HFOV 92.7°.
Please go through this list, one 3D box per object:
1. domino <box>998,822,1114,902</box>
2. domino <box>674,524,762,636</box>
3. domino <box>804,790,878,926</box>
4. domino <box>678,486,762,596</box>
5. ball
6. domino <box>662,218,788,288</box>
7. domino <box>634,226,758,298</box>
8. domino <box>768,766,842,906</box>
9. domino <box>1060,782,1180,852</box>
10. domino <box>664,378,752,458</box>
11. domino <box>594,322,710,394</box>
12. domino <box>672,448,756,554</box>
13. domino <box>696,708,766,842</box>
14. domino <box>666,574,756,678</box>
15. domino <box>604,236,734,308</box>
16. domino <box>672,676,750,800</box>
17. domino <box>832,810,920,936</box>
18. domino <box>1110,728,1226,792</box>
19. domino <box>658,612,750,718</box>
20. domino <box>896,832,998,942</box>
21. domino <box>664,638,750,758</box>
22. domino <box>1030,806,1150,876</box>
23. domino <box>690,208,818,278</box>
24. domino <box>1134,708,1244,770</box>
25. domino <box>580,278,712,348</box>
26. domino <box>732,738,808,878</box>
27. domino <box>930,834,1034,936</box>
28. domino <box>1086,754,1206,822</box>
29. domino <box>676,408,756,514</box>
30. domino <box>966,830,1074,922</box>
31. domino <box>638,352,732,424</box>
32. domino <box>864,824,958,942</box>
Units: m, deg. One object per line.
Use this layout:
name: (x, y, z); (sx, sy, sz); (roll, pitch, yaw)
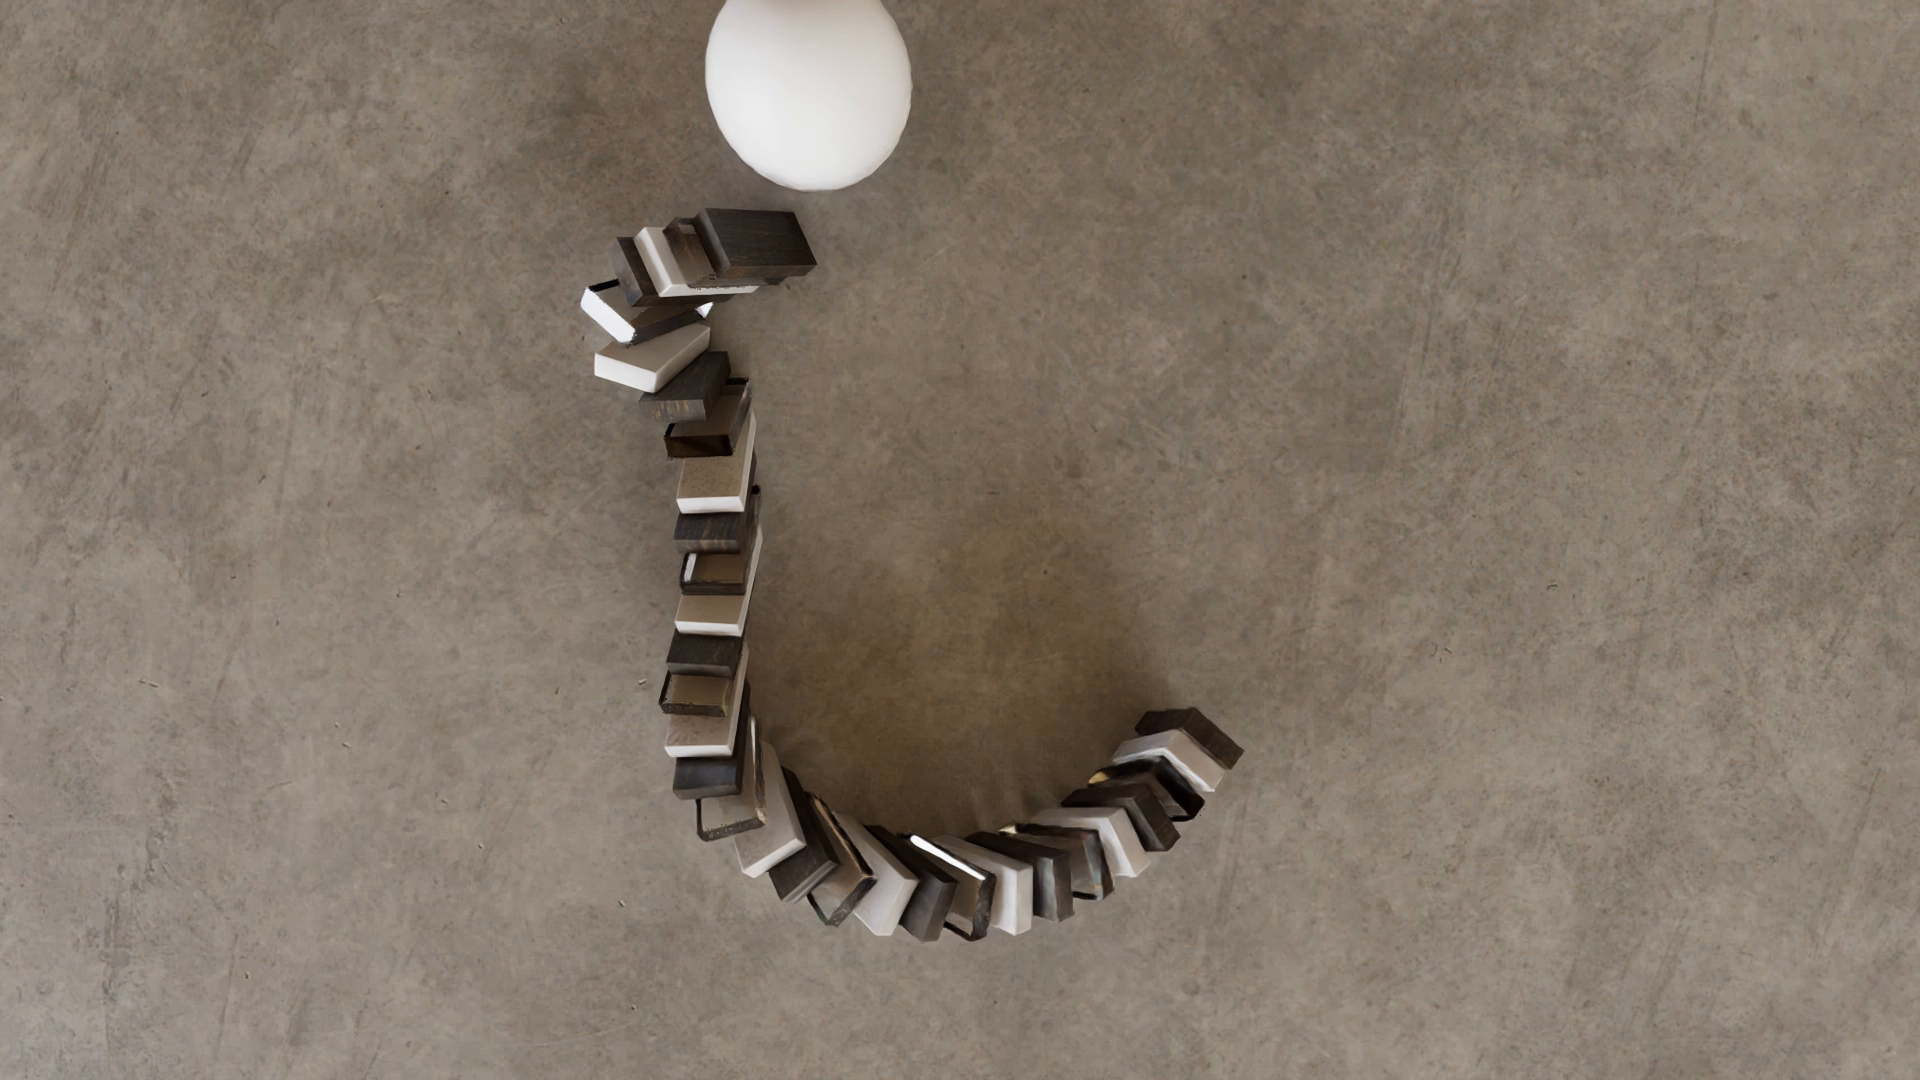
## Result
domino: (0.039, 0.132, 0.378); (0.009, 0.050, 0.025); (-16, 90, -40)
domino: (-0.100, 0.016, 0.381); (0.025, 0.009, 0.050); (3, 53, 0)
domino: (-0.058, 0.131, 0.380); (0.025, 0.009, 0.050); (-49, 49, 0)
domino: (-0.099, 0.000, 0.381); (0.025, 0.010, 0.050); (1, 53, -1)
ball: (-0.059, -0.179, 0.360); (0.080, 0.080, 0.080); (0, 90, 0)
domino: (-0.095, -0.118, 0.377); (0.009, 0.050, 0.025); (-25, 90, 37)
domino: (-0.106, -0.115, 0.377); (0.010, 0.050, 0.025); (-25, 90, 37)
domino: (-0.071, 0.122, 0.380); (0.025, 0.010, 0.050); (-40, 50, 0)
domino: (0.065, 0.115, 0.377); (0.010, 0.050, 0.025); (-32, 90, -33)
domino: (-0.103, -0.051, 0.377); (0.025, 0.050, 0.010); (-2, 126, 0)
domino: (-0.125, -0.078, 0.377); (0.025, 0.050, 0.009); (18, 125, 1)
domino: (-0.101, -0.017, 0.381); (0.025, 0.010, 0.050); (0, 54, 0)
domino: (-0.096, 0.097, 0.380); (0.025, 0.009, 0.050); (-16, 50, 1)
domino: (-0.103, 0.032, 0.381); (0.025, 0.010, 0.050); (3, 52, 0)
domino: (-0.118, -0.111, 0.377); (0.009, 0.050, 0.025); (-25, 90, 37)
domino: (-0.102, 0.081, 0.380); (0.025, 0.009, 0.050); (-6, 51, 2)
domino: (-0.041, 0.137, 0.380); (0.050, 0.009, 0.025); (28, 90, 42)
domino: (0.084, 0.092, 0.375); (0.025, 0.050, 0.009); (41, 66, 0)
domino: (-0.105, 0.048, 0.381); (0.025, 0.009, 0.050); (3, 51, 0)
domino: (-0.008, 0.143, 0.379); (0.050, 0.010, 0.025); (11, 90, 44)
domino: (-0.104, 0.065, 0.380); (0.025, 0.010, 0.050); (-1, 51, 1)
domino: (0.053, 0.124, 0.377); (0.010, 0.050, 0.025); (-25, 90, -37)
domino: (-0.083, -0.122, 0.377); (0.010, 0.050, 0.025); (-25, 90, 37)
domino: (0.092, 0.082, 0.375); (0.025, 0.050, 0.009); (41, 73, 0)
domino: (-0.128, -0.097, 0.377); (0.025, 0.050, 0.009); (41, 125, 0)
domino: (-0.084, 0.110, 0.380); (0.025, 0.009, 0.050); (-32, 50, 0)
domino: (0.008, 0.141, 0.379); (0.009, 0.050, 0.025); (2, 90, -45)
domino: (0.075, 0.104, 0.376); (0.025, 0.050, 0.009); (48, 61, 0)
domino: (-0.101, -0.034, 0.381); (0.025, 0.009, 0.050); (-2, 53, 0)
domino: (0.024, 0.138, 0.378); (0.010, 0.050, 0.025); (-6, 90, -43)
domino: (-0.112, -0.063, 0.377); (0.025, 0.050, 0.009); (-2, 123, 0)
domino: (-0.025, 0.141, 0.380); (0.050, 0.010, 0.025); (20, 90, 42)
